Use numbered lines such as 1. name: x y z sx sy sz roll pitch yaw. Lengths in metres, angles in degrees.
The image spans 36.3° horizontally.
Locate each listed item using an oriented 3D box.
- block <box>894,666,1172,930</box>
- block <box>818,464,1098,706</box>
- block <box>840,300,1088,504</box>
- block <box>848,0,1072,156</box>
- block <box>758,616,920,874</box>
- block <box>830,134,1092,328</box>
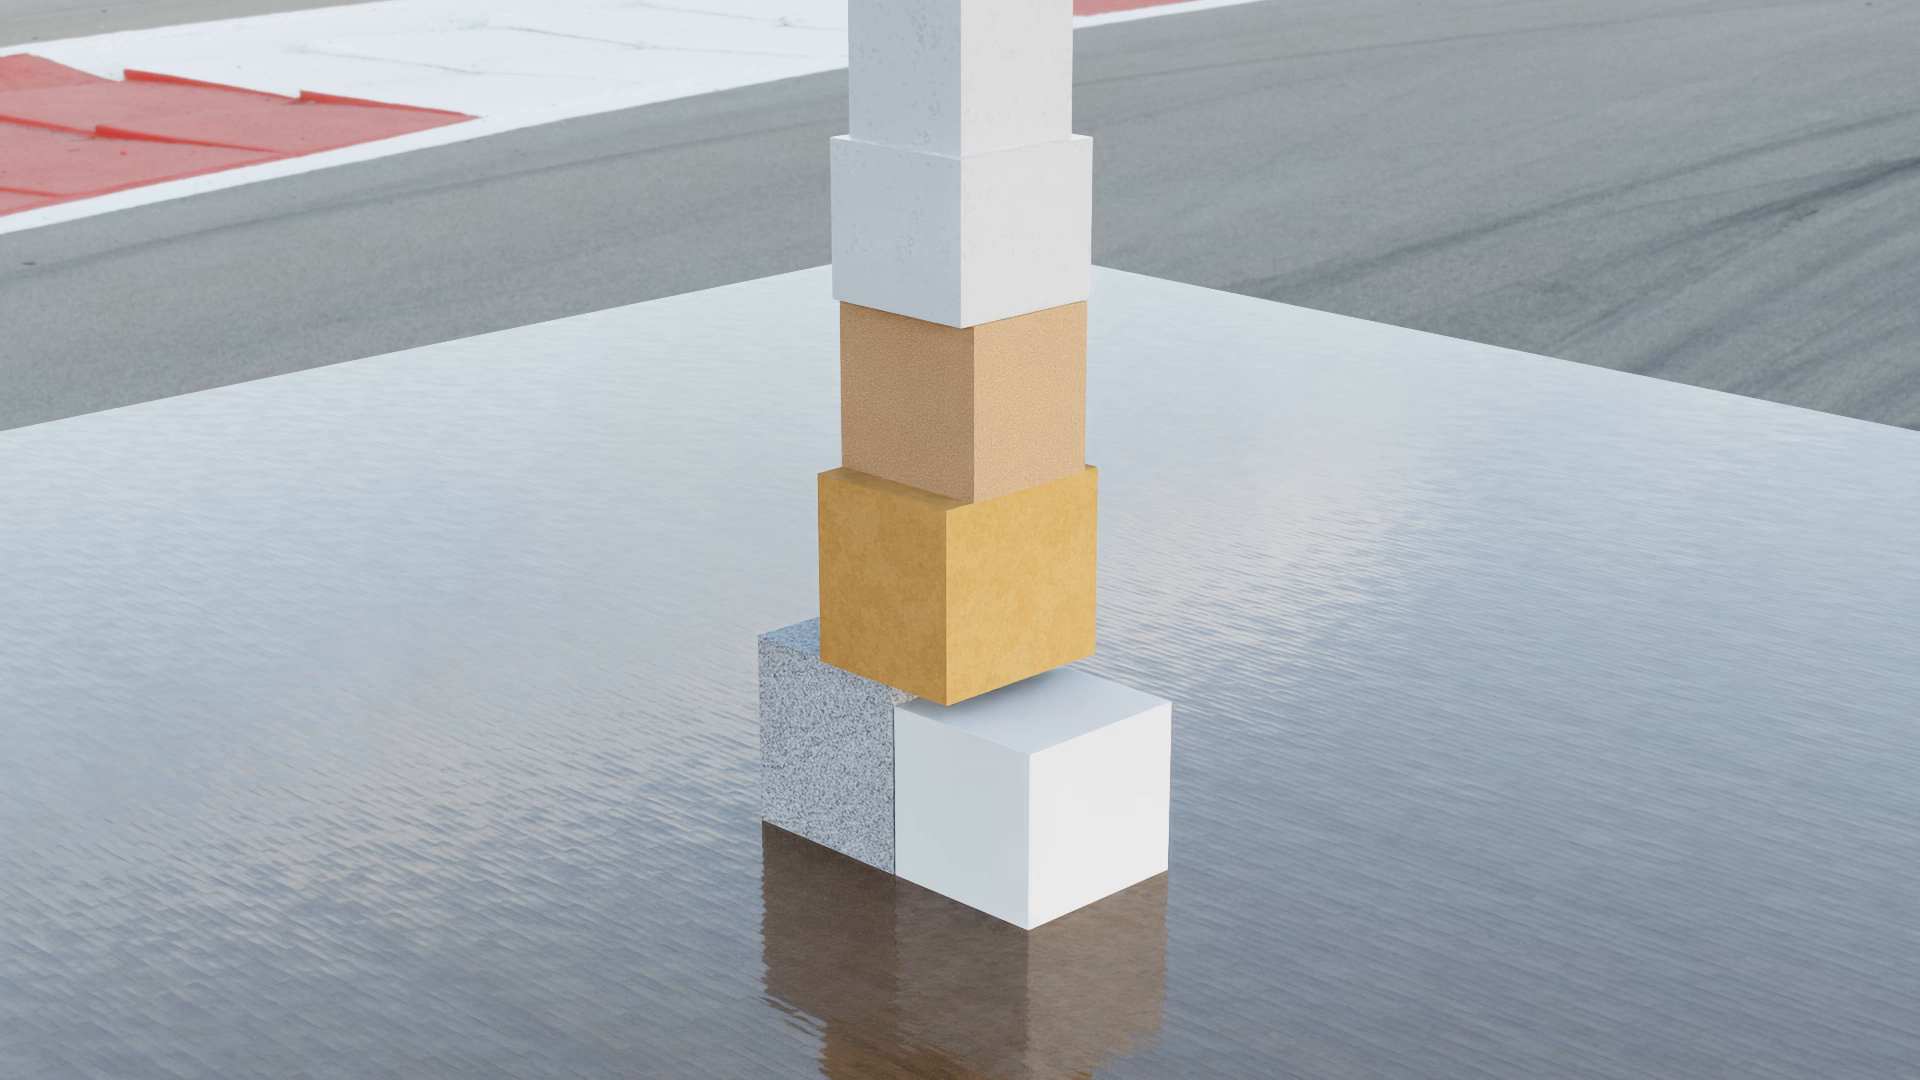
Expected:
1. block: 0.331 1.134 13.360 0.930 0.826 0.843 -17 24 -42
2. block: -0.008 0.113 13.369 0.967 0.898 0.824 -17 24 -42
3. block: 0.013 -0.697 13.136 0.710 0.786 0.845 -17 24 -42
4. block: 0.002 -2.100 12.683 0.680 0.719 0.689 -17 24 -42
5. block: -0.305 0.896 13.935 0.915 0.935 0.913 -17 24 -42
6. block: 0.006 -1.414 12.904 0.813 0.721 0.806 -17 24 -42
